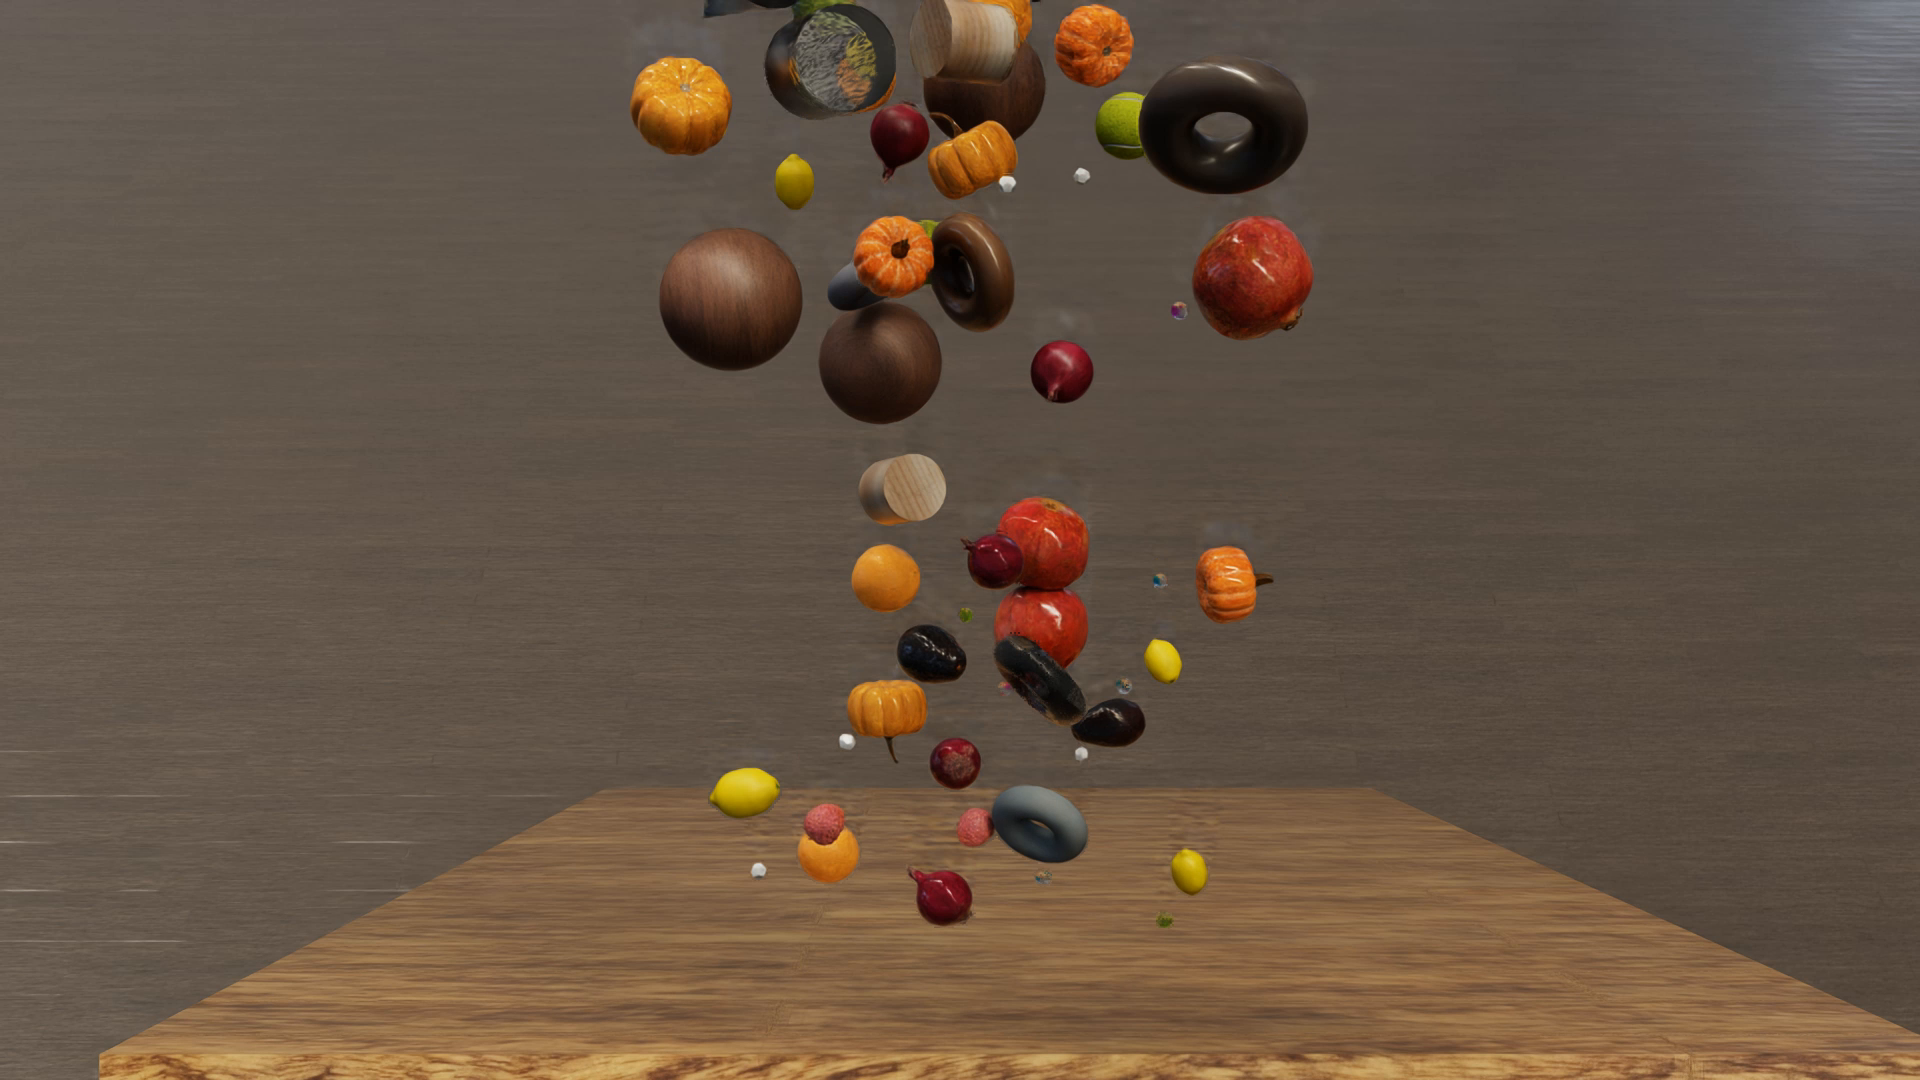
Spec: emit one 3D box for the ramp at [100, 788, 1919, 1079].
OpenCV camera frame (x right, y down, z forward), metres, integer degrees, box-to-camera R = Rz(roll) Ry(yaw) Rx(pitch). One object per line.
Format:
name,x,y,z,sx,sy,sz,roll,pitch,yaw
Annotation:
ramp,0.075,0.650,4.786,2.000,0.100,4.000,0,-1,0

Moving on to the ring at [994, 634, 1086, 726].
ring,0.092,0.162,2.999,0.044,0.131,0.131,-45,48,-11

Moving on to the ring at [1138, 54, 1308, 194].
ring,0.229,-0.360,2.258,0.148,0.148,0.049,2,52,3

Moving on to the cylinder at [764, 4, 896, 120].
cylinder,-0.113,-0.414,2.253,0.091,0.091,0.091,-14,9,-19

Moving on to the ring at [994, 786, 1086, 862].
ring,0.086,0.307,2.803,0.109,0.109,0.036,13,49,19

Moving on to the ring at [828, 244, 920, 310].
ring,-0.088,-0.267,2.644,0.103,0.103,0.034,-24,83,-31

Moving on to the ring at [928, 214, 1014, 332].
ring,0.010,-0.256,2.482,0.039,0.116,0.116,-20,39,-30

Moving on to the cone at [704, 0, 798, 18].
cone,-0.206,-0.495,2.333,0.098,0.098,0.098,17,58,-30

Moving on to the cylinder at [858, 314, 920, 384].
cylinder,-0.077,-0.208,2.820,0.053,0.053,0.053,-15,40,13

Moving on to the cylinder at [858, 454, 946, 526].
cylinder,-0.059,-0.051,2.623,0.068,0.068,0.068,-17,4,-24
